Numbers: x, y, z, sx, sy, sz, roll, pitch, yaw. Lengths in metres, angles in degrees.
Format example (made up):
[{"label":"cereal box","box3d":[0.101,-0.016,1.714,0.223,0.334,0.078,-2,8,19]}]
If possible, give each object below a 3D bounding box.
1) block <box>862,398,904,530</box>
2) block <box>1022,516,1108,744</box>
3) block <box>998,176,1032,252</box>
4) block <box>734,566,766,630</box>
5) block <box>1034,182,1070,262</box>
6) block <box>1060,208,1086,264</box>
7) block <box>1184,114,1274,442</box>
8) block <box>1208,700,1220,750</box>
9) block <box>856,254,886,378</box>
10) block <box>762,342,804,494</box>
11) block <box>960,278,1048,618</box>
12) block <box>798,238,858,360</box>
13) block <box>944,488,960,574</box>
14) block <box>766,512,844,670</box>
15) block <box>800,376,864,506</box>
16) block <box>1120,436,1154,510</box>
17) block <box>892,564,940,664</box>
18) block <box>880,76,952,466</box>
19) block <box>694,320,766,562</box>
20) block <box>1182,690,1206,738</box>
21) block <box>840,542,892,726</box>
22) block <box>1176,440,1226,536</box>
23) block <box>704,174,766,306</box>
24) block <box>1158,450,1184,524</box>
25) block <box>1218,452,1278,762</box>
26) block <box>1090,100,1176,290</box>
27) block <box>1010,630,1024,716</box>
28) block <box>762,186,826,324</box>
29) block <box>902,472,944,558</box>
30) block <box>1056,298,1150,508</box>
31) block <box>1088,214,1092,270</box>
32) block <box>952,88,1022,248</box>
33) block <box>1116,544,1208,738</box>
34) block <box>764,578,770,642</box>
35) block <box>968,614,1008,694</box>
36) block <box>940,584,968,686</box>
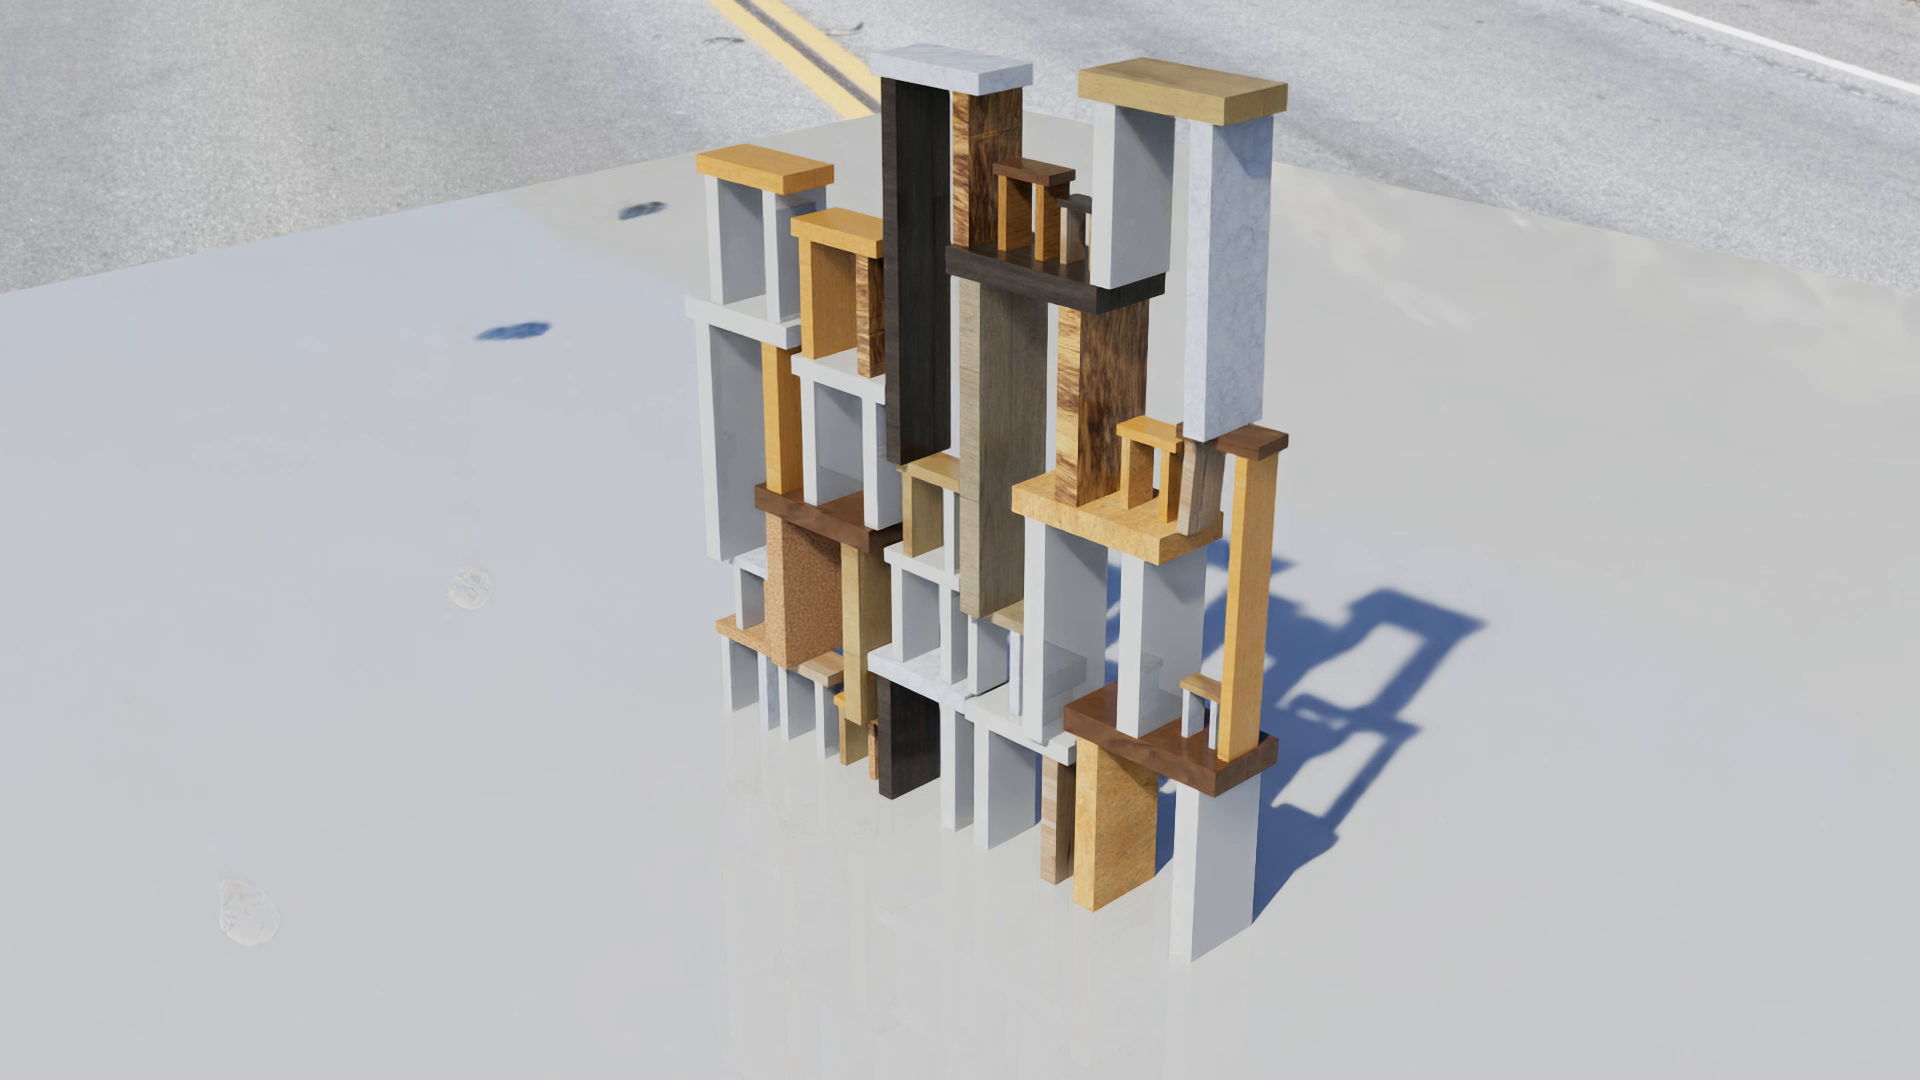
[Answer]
[{"label":"block","box3d":[-0.127,-0.164,4.290,0.038,0.265,0.133,21,31,40]},{"label":"block","box3d":[0.195,0.144,4.069,0.049,0.442,0.173,21,31,41]},{"label":"block","box3d":[0.097,-0.580,3.866,0.019,0.133,0.067,21,31,40]},{"label":"block","box3d":[-0.452,0.114,4.765,0.021,0.148,0.074,21,31,40]},{"label":"block","box3d":[0.160,-0.556,3.809,0.019,0.133,0.067,21,31,40]},{"label":"block","box3d":[0.195,-0.529,3.792,0.014,0.098,0.049,21,31,41]},{"label":"block","box3d":[0.433,-0.429,3.559,0.044,0.524,0.154,20,31,41]},{"label":"block","box3d":[0.458,0.317,3.860,0.046,0.093,0.013,-21,31,-41]},{"label":"block","box3d":[-0.142,-0.439,4.196,0.034,0.239,0.120,21,31,40]},{"label":"block","box3d":[-0.323,-0.265,4.464,0.045,0.315,0.157,21,31,41]},{"label":"block","box3d":[0.080,-0.184,4.067,0.051,0.651,0.179,21,31,40]},{"label":"block","box3d":[-0.256,-0.483,4.299,0.034,0.239,0.120,21,31,40]},{"label":"block","box3d":[0.010,-0.027,4.201,0.086,0.172,0.024,-21,31,-41]},{"label":"block","box3d":[-0.320,0.083,4.610,0.049,0.343,0.171,21,31,40]},{"label":"block","box3d":[-0.253,-0.213,4.404,0.038,0.265,0.133,21,31,40]},{"label":"block","box3d":[0.310,-0.125,3.842,0.066,0.132,0.019,-21,31,-41]},{"label":"block","box3d":[-0.088,0.132,4.383,0.029,0.206,0.103,21,31,41]},{"label":"block","box3d":[-0.079,-0.503,4.100,0.039,0.734,0.136,21,31,41]},{"label":"block","box3d":[-0.471,-0.225,4.643,0.045,0.529,0.157,21,31,41]},{"label":"block","box3d":[0.414,0.300,3.900,0.046,0.093,0.013,-21,31,-41]},{"label":"block","box3d":[-0.158,0.168,4.471,0.049,0.390,0.171,21,31,40]},{"label":"block","box3d":[0.411,-0.098,3.733,0.024,0.169,0.085,26,35,38]},{"label":"block","box3d":[-0.446,-0.617,4.442,0.037,0.262,0.131,21,31,41]},{"label":"block","box3d":[0.372,-0.101,3.784,0.066,0.132,0.019,-21,31,-41]},{"label":"block","box3d":[0.489,0.112,3.740,0.024,0.564,0.085,22,31,40]},{"label":"block","box3d":[0.288,-0.585,3.655,0.044,0.309,0.154,21,31,40]},{"label":"block","box3d":[0.132,0.241,4.182,0.024,0.174,0.084,21,31,41]},{"label":"block","box3d":[-0.322,-0.569,4.328,0.037,0.262,0.131,21,31,41]},{"label":"block","box3d":[-0.071,-0.059,4.274,0.024,0.172,0.086,22,31,40]},{"label":"block","box3d":[0.249,-0.253,3.855,0.051,0.358,0.179,21,31,41]},{"label":"block","box3d":[0.241,-0.511,3.750,0.014,0.098,0.049,21,31,41]},{"label":"block","box3d":[0.049,-0.666,3.890,0.039,0.272,0.136,21,31,40]},{"label":"block","box3d":[0.358,0.163,3.901,0.049,0.346,0.173,21,31,41]},{"label":"block","box3d":[-0.382,0.141,4.701,0.021,0.149,0.074,21,31,41]},{"label":"block","box3d":[0.054,0.208,4.254,0.024,0.168,0.084,22,31,40]},{"label":"block","box3d":[0.009,0.170,4.293,0.103,0.206,0.029,-21,31,-41]}]
